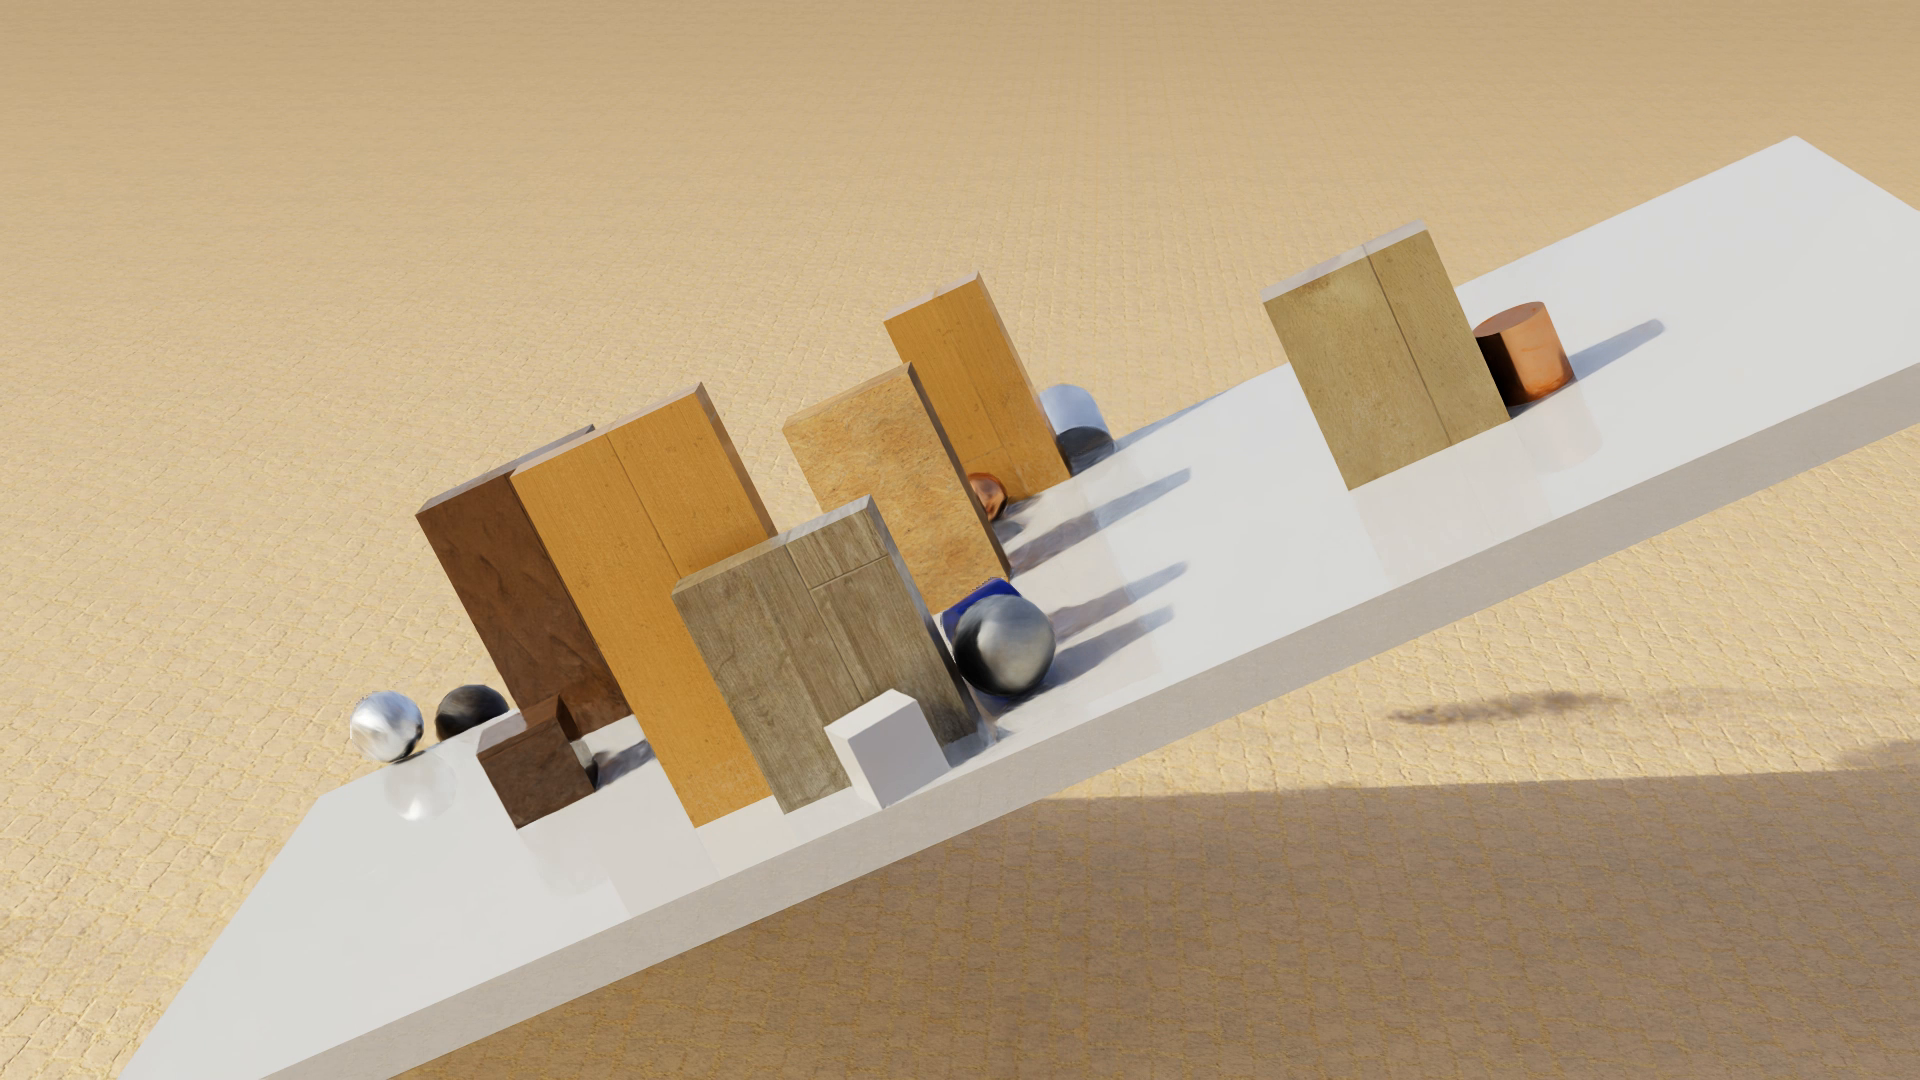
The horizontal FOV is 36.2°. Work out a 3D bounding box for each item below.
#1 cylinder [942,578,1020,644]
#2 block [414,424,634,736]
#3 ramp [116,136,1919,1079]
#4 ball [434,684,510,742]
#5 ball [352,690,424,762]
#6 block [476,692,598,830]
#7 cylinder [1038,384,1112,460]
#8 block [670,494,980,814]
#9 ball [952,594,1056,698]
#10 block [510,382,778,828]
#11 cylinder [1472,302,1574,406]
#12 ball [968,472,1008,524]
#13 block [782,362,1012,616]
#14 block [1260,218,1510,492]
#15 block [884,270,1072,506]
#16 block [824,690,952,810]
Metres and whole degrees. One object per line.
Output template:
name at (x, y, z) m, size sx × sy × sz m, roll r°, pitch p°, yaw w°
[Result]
cylinder at (0.054, 0.165, 5.943) m, size 0.129 × 0.129 × 0.129 m, roll -33°, pitch 30°, yaw -26°
block at (-0.913, 0.116, 6.845) m, size 0.437 × 0.638 × 0.135 m, roll -24°, pitch 13°, yaw 9°
ramp at (0.136, 0.169, 6.282) m, size 4.000 × 0.100 × 2.000 m, roll -24°, pitch 13°, yaw 9°
ball at (-1.266, 0.475, 7.659) m, size 0.201 × 0.201 × 0.201 m, roll 0°, pitch 16°, yaw 0°
ball at (-1.460, 0.476, 7.504) m, size 0.182 × 0.182 × 0.182 m, roll 0°, pitch 16°, yaw 0°
block at (-0.923, 0.483, 6.435) m, size 0.191 × 0.191 × 0.191 m, roll -26°, pitch 13°, yaw 1°
cylinder at (0.273, -0.257, 7.304) m, size 0.187 × 0.187 × 0.187 m, roll -4°, pitch 37°, yaw -13°
block at (-0.251, 0.218, 5.551) m, size 0.407 × 0.479 × 0.103 m, roll -24°, pitch 13°, yaw 9°
ball at (0.083, 0.201, 5.605) m, size 0.197 × 0.197 × 0.197 m, roll 0°, pitch 16°, yaw 0°
block at (-0.507, 0.131, 5.697) m, size 0.397 × 0.784 × 0.096 m, roll -24°, pitch 13°, yaw 9°
cylinder at (1.133, -0.375, 5.923) m, size 0.157 × 0.157 × 0.157 m, roll -25°, pitch 13°, yaw 6°
ball at (0.048, -0.098, 6.974) m, size 0.127 × 0.127 × 0.127 m, roll 0°, pitch 16°, yaw 0°
block at (-0.136, -0.090, 6.436) m, size 0.301 × 0.515 × 0.118 m, roll -24°, pitch 13°, yaw 9°
block at (0.846, -0.369, 5.860) m, size 0.348 × 0.421 × 0.127 m, roll -24°, pitch 13°, yaw 9°
block at (0.045, -0.347, 7.048) m, size 0.244 × 0.532 × 0.115 m, roll -24°, pitch 13°, yaw 9°
block at (-0.134, 0.384, 5.417) m, size 0.148 × 0.148 × 0.148 m, roll -30°, pitch 14°, yaw -14°
